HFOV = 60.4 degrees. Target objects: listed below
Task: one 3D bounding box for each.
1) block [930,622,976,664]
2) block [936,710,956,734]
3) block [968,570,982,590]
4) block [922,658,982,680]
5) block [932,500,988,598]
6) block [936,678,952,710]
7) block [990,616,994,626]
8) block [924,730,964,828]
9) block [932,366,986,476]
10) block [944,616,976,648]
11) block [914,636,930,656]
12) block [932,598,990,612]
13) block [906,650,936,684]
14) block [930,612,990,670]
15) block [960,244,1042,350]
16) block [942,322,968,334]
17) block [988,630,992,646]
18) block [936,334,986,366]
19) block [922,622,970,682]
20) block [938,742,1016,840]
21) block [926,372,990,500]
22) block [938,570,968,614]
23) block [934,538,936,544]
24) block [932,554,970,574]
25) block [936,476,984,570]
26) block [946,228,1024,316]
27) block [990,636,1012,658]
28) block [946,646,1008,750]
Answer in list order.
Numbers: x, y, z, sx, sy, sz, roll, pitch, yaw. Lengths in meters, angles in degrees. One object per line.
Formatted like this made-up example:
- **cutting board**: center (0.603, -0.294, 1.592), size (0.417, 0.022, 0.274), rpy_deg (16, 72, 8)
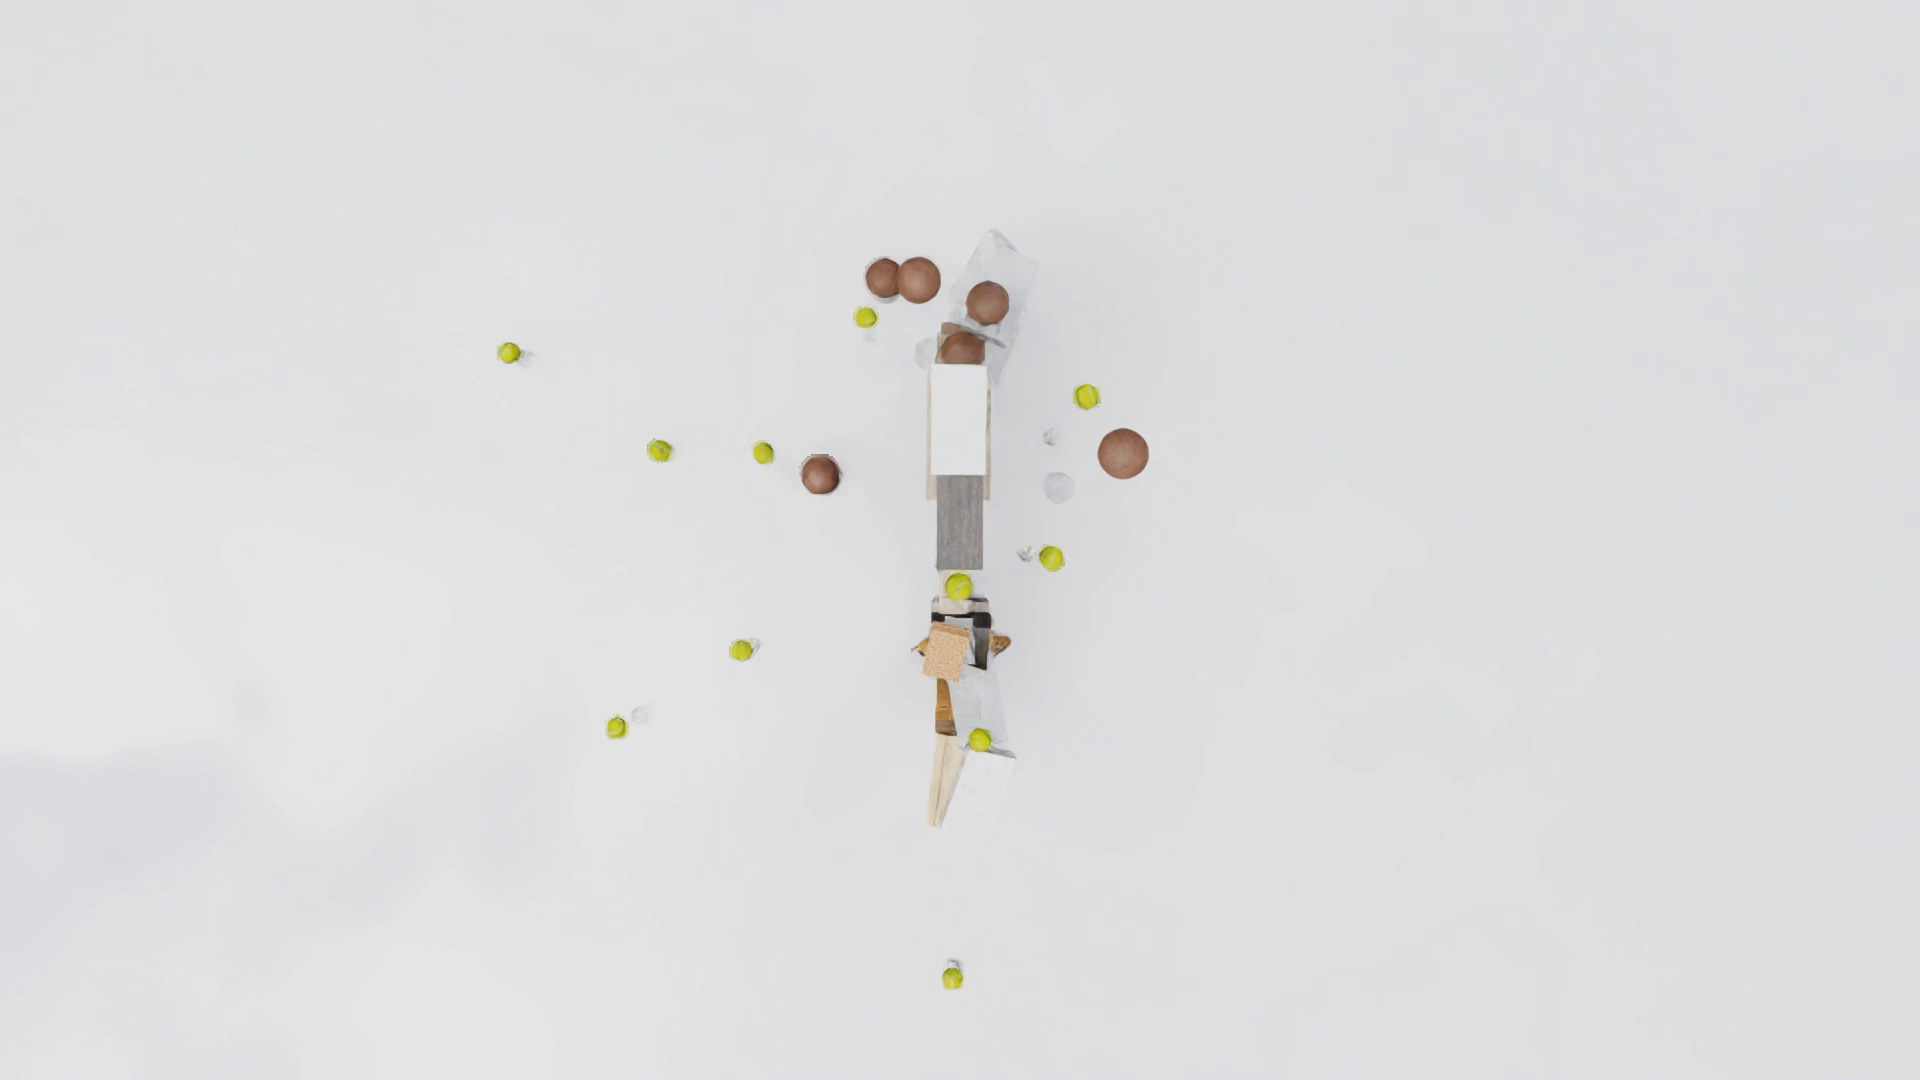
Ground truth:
- **block**: center (-0.019, 0.276, 4.404), size (0.101, 0.202, 0.029), rpy_deg (6, 65, 9)
- **block**: center (0.000, 0.585, 5.255), size (0.152, 0.494, 0.043), rpy_deg (1, 76, 0)
- **block**: center (0.003, 0.016, 4.530), size (0.118, 0.034, 0.237), rpy_deg (0, 90, 0)
- **block**: center (-0.021, 0.355, 4.539), size (0.101, 0.202, 0.029), rpy_deg (3, 80, 22)
- **block**: center (0.002, 0.023, 4.806), size (0.161, 0.046, 0.321), rpy_deg (0, 90, 0)
- **block**: center (0.003, 0.402, 5.107), size (0.152, 0.303, 0.043), rpy_deg (0, 131, -1)
- **block**: center (0.032, 0.253, 5.211), size (0.099, 0.199, 0.028), rpy_deg (4, 89, 15)
- **block**: center (-0.014, 0.740, 5.039), size (0.147, 0.042, 0.294), rpy_deg (9, 99, 8)
- **block**: center (-0.003, -0.303, 4.182), size (0.138, 0.039, 0.276), rpy_deg (0, 91, 1)
- **block**: center (0.001, 0.246, 4.397), size (0.075, 0.149, 0.021), rpy_deg (4, 64, 7)
- **block**: center (-0.066, 0.397, 5.488), size (0.084, 0.024, 0.167), rpy_deg (-42, 90, 0)
- **block**: center (0.001, 0.192, 4.625), size (0.158, 0.317, 0.045), rpy_deg (0, 90, 0)
- **block**: center (-0.095, 0.418, 5.308), size (0.152, 0.303, 0.043), rpy_deg (41, 87, 3)
- **block**: center (-0.001, 0.281, 4.560), size (0.158, 0.317, 0.045), rpy_deg (0, 65, -1)
- **block**: center (0.125, -0.734, 4.970), size (0.147, 0.042, 0.294), rpy_deg (25, 71, -1)
- **block**: center (-0.008, -0.580, 5.263), size (0.110, 0.031, 0.220), rpy_deg (1, 91, -1)
- **block**: center (0.008, 0.279, 4.929), size (0.158, 0.496, 0.045), rpy_deg (5, 88, 0)
- **block**: center (-0.001, -0.554, 5.102), size (0.147, 0.294, 0.042), rpy_deg (2, 71, -1)
- **block**: center (-0.037, 0.295, 4.346), size (0.101, 0.202, 0.029), rpy_deg (13, 50, 1)
- **block**: center (0.051, 0.753, 4.929), size (0.147, 0.042, 0.294), rpy_deg (14, 111, -13)
- **block**: center (-0.004, -0.282, 4.505), size (0.175, 0.049, 0.349), rpy_deg (0, 90, 0)
- **block**: center (-0.016, 0.121, 4.286), size (0.075, 0.021, 0.149), rpy_deg (1, 111, 0)
- **block**: center (-0.003, 0.017, 4.377), size (0.119, 0.270, 0.034), rpy_deg (-11, 83, 0)
- **block**: center (-0.025, 0.066, 4.392), size (0.075, 0.241, 0.021), rpy_deg (-15, 77, 3)
- **block**: center (0.000, -0.044, 4.224), size (0.119, 0.034, 0.239), rpy_deg (0, 90, 0)
- **block**: center (0.081, -0.819, 5.161), size (0.147, 0.042, 0.294), rpy_deg (46, 132, 9)
- **block**: center (0.067, 0.373, 5.399), size (0.199, 0.099, 0.028), rpy_deg (-41, 56, 39)
- **block**: center (0.045, 0.473, 4.960), size (0.147, 0.042, 0.294), rpy_deg (-9, 70, -4)
